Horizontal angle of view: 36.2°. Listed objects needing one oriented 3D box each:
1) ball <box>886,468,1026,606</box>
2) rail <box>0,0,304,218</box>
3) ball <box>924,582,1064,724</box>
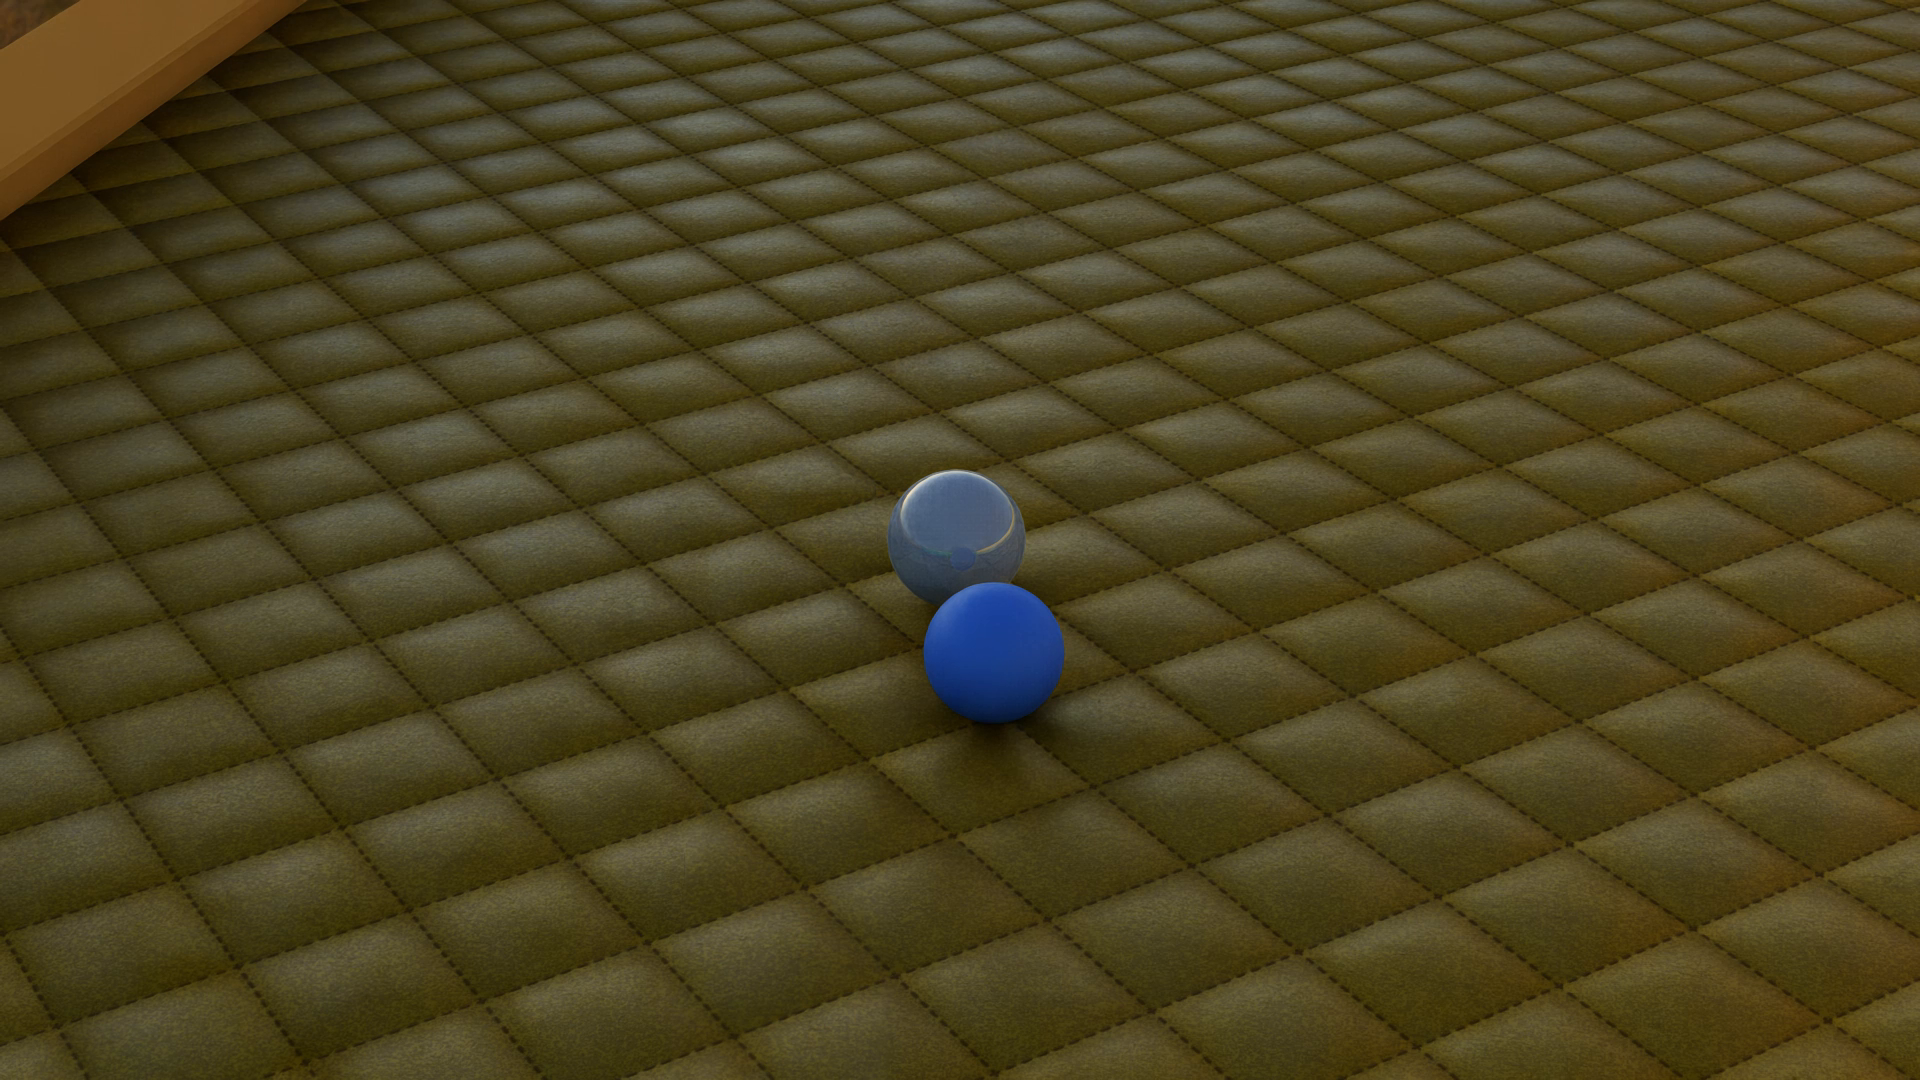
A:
[{"bbox_3d":[-0.002,-0.001,1.731,0.082,0.082,0.082,0,28,0],"label":"ball"},{"bbox_3d":[-0.633,-0.495,2.623,0.045,0.124,3.418,6,28,11],"label":"rail"},{"bbox_3d":[0.019,0.062,1.617,0.078,0.078,0.078,0,28,0],"label":"ball"}]
